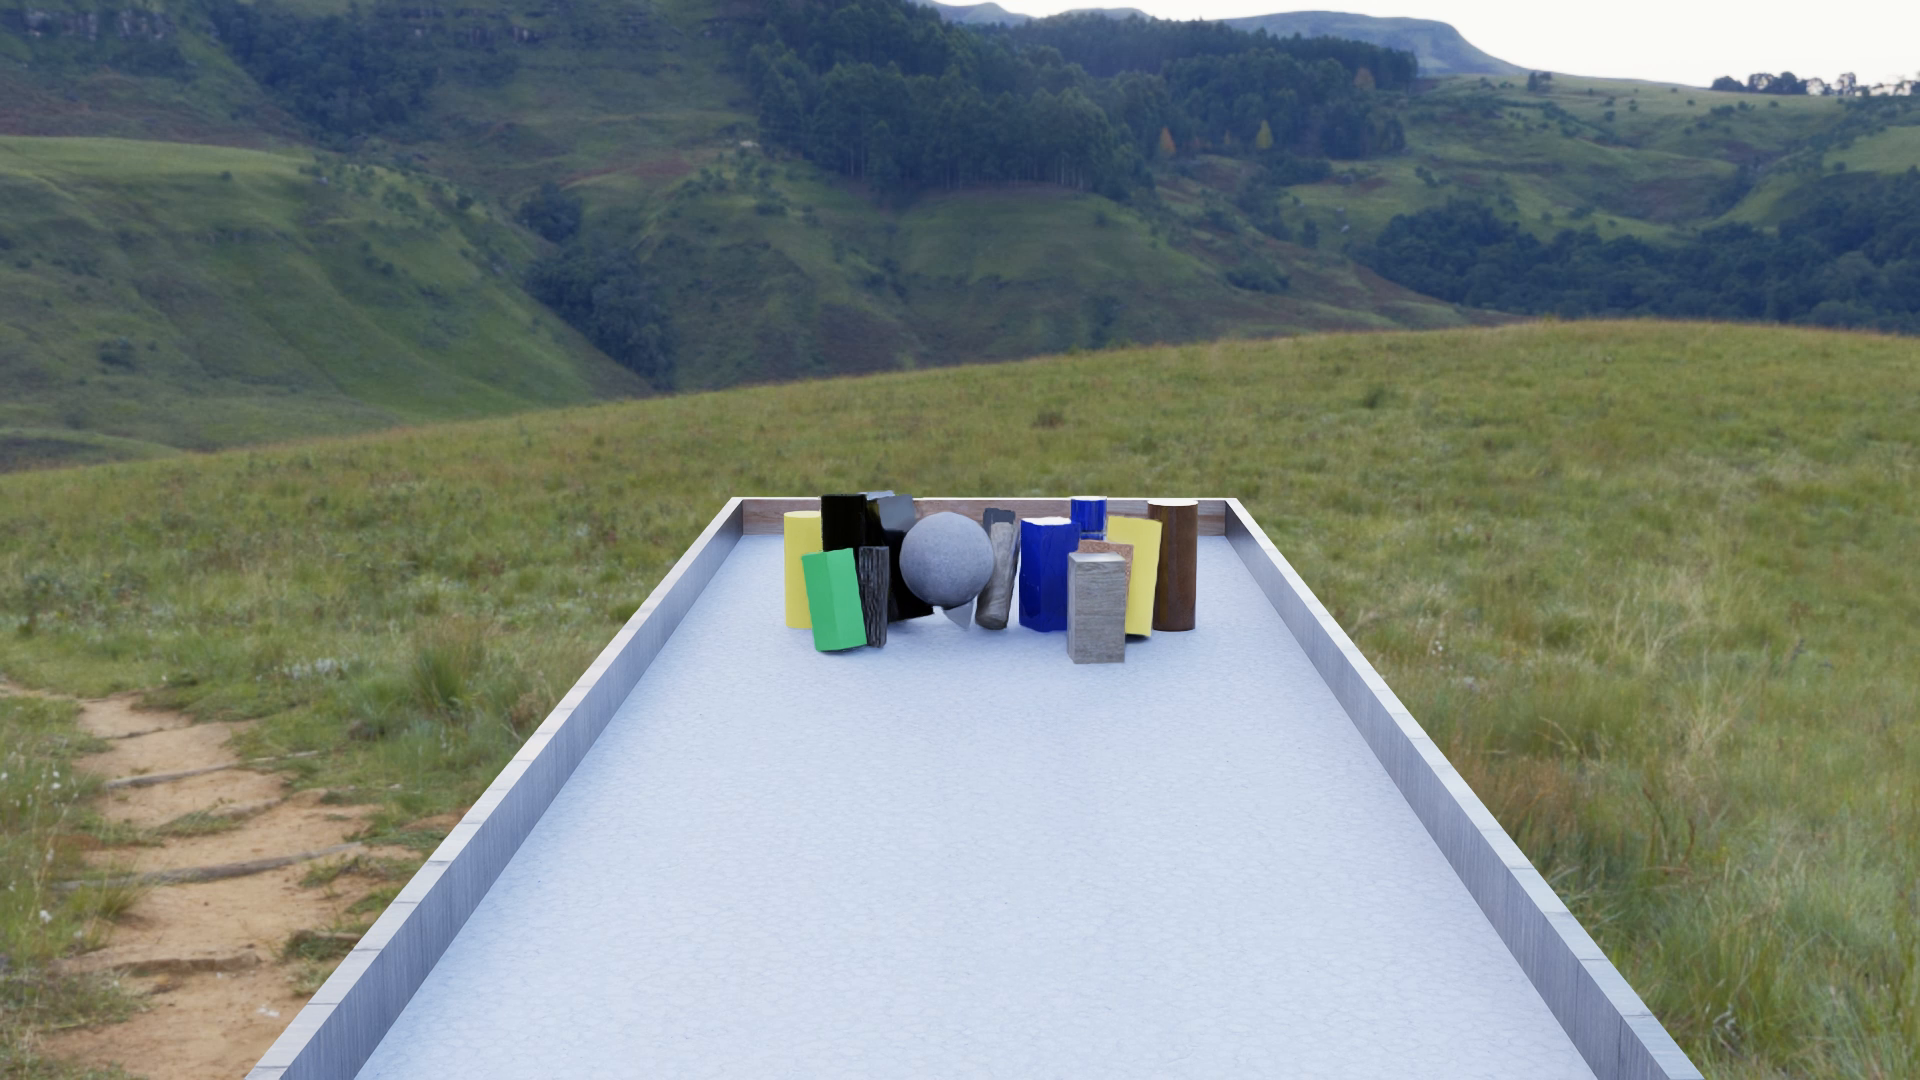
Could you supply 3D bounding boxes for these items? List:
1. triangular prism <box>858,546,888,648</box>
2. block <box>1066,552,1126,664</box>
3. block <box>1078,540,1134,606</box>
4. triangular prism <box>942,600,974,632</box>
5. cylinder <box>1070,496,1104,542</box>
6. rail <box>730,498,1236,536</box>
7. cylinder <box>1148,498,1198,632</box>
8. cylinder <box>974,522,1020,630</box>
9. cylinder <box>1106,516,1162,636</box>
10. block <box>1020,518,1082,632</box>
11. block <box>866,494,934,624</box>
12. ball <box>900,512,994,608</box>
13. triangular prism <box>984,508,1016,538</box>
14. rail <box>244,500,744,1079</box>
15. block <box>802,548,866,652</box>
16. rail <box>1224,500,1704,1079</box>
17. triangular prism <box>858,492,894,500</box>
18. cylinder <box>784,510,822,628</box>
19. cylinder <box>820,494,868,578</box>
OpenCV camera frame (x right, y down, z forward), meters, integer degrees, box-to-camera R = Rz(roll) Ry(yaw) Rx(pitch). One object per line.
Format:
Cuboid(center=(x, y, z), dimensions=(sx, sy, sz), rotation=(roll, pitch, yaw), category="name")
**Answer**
Cuboid(center=(-0.255, 0.176, 6.902), dimensions=(0.100, 0.306, 0.087), rotation=(6, 7, 35), category="triangular prism")
Cuboid(center=(0.414, 0.206, 6.704), dimensions=(0.153, 0.314, 0.153), rotation=(-1, 9, -6), category="block")
Cuboid(center=(0.441, 0.166, 6.888), dimensions=(0.123, 0.320, 0.123), rotation=(8, 2, 41), category="block")
Cuboid(center=(-0.001, 0.179, 7.266), dimensions=(0.106, 0.091, 0.345), rotation=(39, 11, -16), category="triangular prism")
Cuboid(center=(0.416, 0.069, 7.235), dimensions=(0.112, 0.416, 0.112), rotation=(1, 8, 0), category="cylinder")
Cuboid(center=(0.099, -0.098, 9.147), dimensions=(2.100, 0.150, 0.050), rotation=(0, 9, 1), category="rail")
Cuboid(center=(0.691, 0.081, 7.179), dimensions=(0.163, 0.413, 0.163), rotation=(0, 9, 0), category="cylinder")
Cuboid(center=(0.128, 0.118, 7.182), dimensions=(0.109, 0.336, 0.109), rotation=(9, -24, 4), category="cylinder")
Cuboid(center=(0.540, 0.117, 7.016), dimensions=(0.173, 0.362, 0.173), rotation=(6, -3, 0), category="cylinder")
Cuboid(center=(0.295, 0.111, 7.189), dimensions=(0.146, 0.349, 0.146), rotation=(-4, 10, -25), category="block")
Cuboid(center=(-0.224, 0.066, 7.221), dimensions=(0.149, 0.403, 0.149), rotation=(-8, -5, -41), category="block")
Cuboid(center=(-0.043, 0.064, 7.073), dimensions=(0.306, 0.306, 0.306), rotation=(0, 9, 0), category="ball")
Cuboid(center=(0.111, 0.086, 7.308), dimensions=(0.103, 0.368, 0.089), rotation=(8, -20, -10), category="triangular prism")
Cuboid(center=(-1.004, 0.839, 3.234), dimensions=(0.050, 0.150, 12.000), rotation=(0, 9, 1), category="rail")
Cuboid(center=(-0.390, 0.186, 6.821), dimensions=(0.113, 0.301, 0.113), rotation=(-8, 1, 45), category="block")
Cuboid(center=(1.046, 0.843, 3.208), dimensions=(0.050, 0.150, 12.000), rotation=(0, 9, 1), category="rail")
Cuboid(center=(-0.293, 0.048, 7.358), dimensions=(0.142, 0.405, 0.123), rotation=(-2, -8, -34), category="triangular prism")
Cuboid(center=(-0.501, 0.097, 7.226), dimensions=(0.151, 0.367, 0.151), rotation=(0, 9, 0), category="cylinder")
Cuboid(center=(-0.363, 0.087, 6.960), dimensions=(0.143, 0.459, 0.143), rotation=(-1, 4, 0), category="cylinder")
